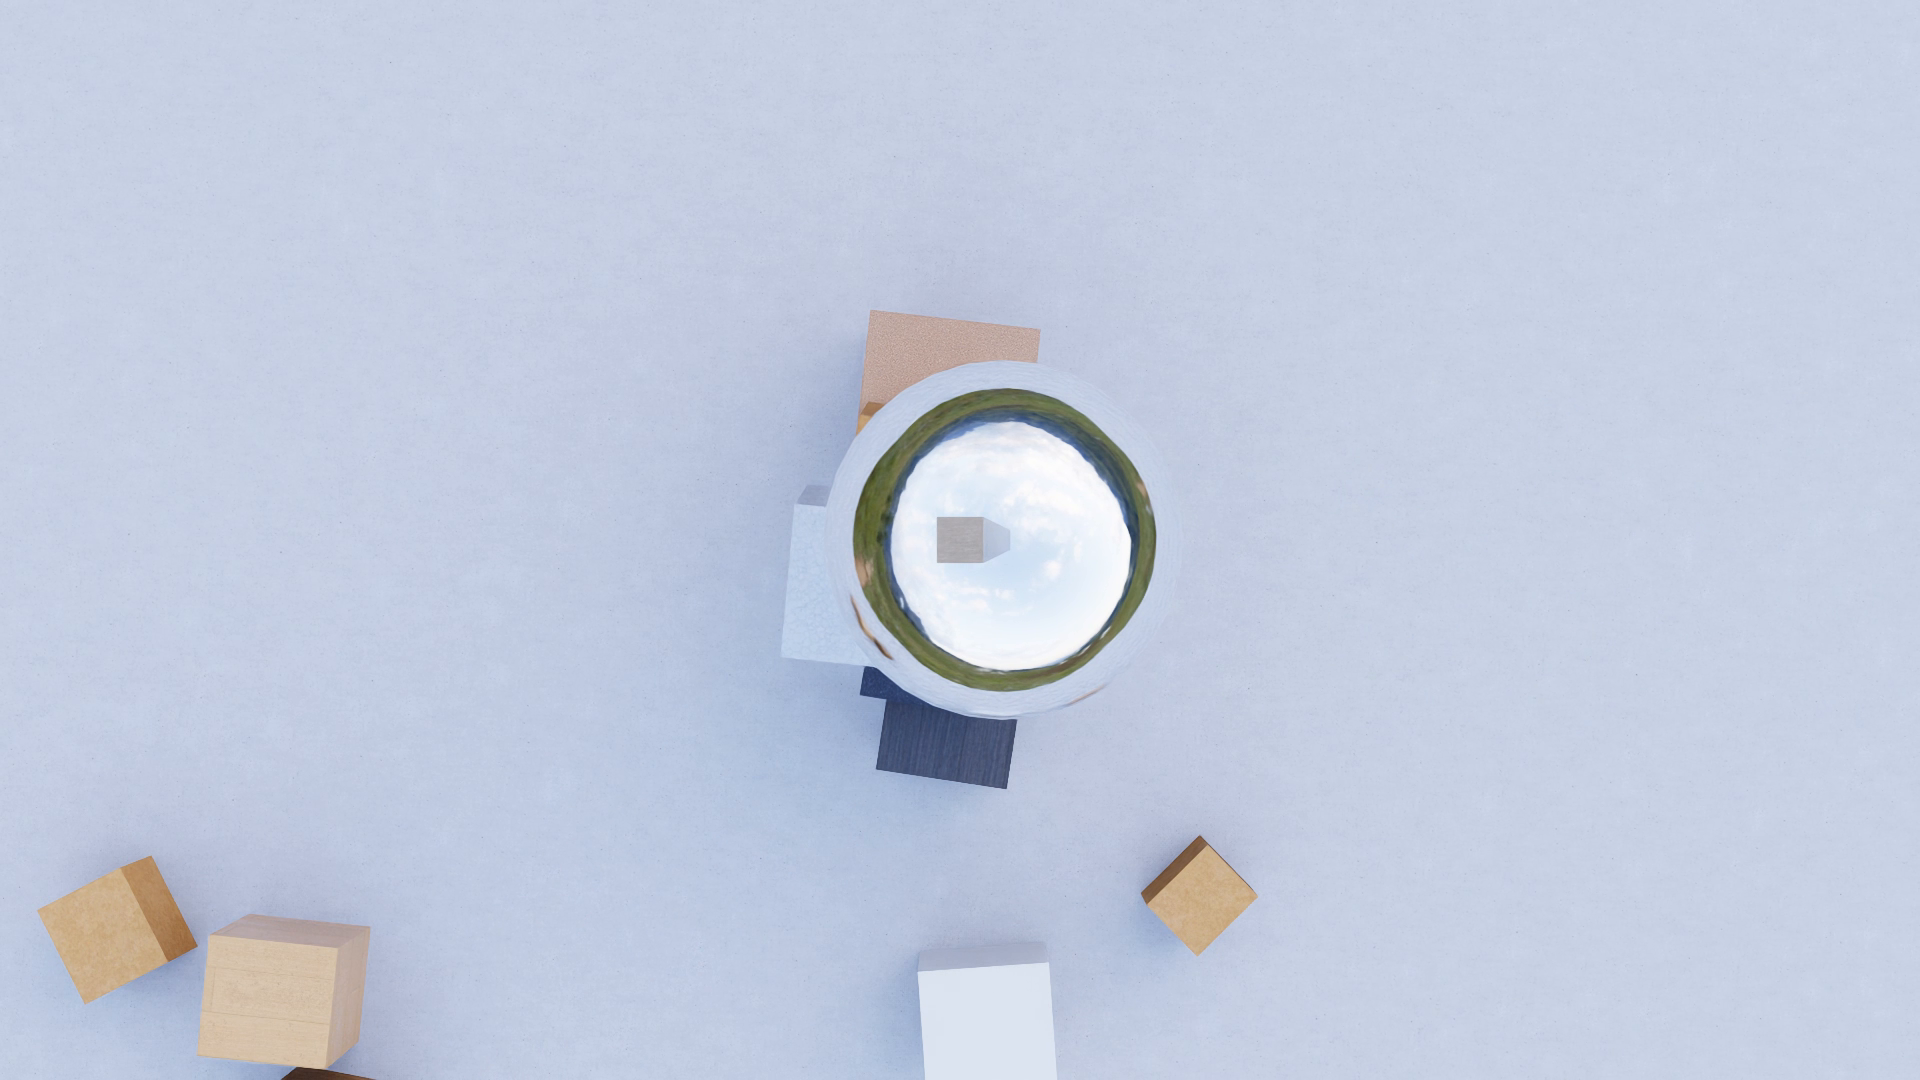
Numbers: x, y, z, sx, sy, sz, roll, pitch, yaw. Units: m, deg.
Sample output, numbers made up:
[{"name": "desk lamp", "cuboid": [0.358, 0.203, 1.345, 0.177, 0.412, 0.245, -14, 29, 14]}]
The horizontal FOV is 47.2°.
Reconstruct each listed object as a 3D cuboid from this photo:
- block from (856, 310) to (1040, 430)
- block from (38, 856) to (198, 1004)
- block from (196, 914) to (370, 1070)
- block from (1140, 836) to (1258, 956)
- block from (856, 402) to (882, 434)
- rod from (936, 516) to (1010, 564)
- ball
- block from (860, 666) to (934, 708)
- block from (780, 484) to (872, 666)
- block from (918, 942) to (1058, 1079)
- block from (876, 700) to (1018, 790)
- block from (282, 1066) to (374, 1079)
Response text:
[{"name": "block", "cuboid": [-0.080, -0.716, 12.500, 0.937, 1.000, 0.981, 7, 90, 0]}, {"name": "block", "cuboid": [-4.880, 2.254, 12.756, 0.532, 0.487, 0.604, -27, 90, 0]}, {"name": "block", "cuboid": [-3.878, 2.587, 12.655, 0.723, 0.690, 0.683, 6, 90, 0]}, {"name": "block", "cuboid": [1.388, 2.063, 12.790, 0.492, 0.421, 0.415, -44, 90, 0]}, {"name": "block", "cuboid": [-0.169, -0.246, 11.620, 0.814, 0.745, 0.779, 10, 99, 0]}, {"name": "rod", "cuboid": [0.082, 0.000, 6.368, 0.080, 5.200, 0.080, 0, 90, 2]}, {"name": "ball", "cuboid": [0.190, 0.000, 9.766, 1.600, 1.600, 1.600, 0, 90, 0]}, {"name": "block", "cuboid": [-0.102, 0.544, 11.751, 0.734, 0.775, 0.657, 10, 89, 0]}, {"name": "block", "cuboid": [-0.456, 0.178, 10.943, 0.738, 0.734, 0.753, 6, 99, 0]}, {"name": "block", "cuboid": [0.156, 2.750, 12.691, 0.740, 0.619, 0.691, -4, 90, 0]}, {"name": "block", "cuboid": [-0.050, 0.968, 12.569, 0.732, 0.862, 0.716, 9, 90, 0]}, {"name": "block", "cuboid": [-3.611, 3.496, 12.688, 0.727, 0.624, 0.663, 11, 90, 0]}]
